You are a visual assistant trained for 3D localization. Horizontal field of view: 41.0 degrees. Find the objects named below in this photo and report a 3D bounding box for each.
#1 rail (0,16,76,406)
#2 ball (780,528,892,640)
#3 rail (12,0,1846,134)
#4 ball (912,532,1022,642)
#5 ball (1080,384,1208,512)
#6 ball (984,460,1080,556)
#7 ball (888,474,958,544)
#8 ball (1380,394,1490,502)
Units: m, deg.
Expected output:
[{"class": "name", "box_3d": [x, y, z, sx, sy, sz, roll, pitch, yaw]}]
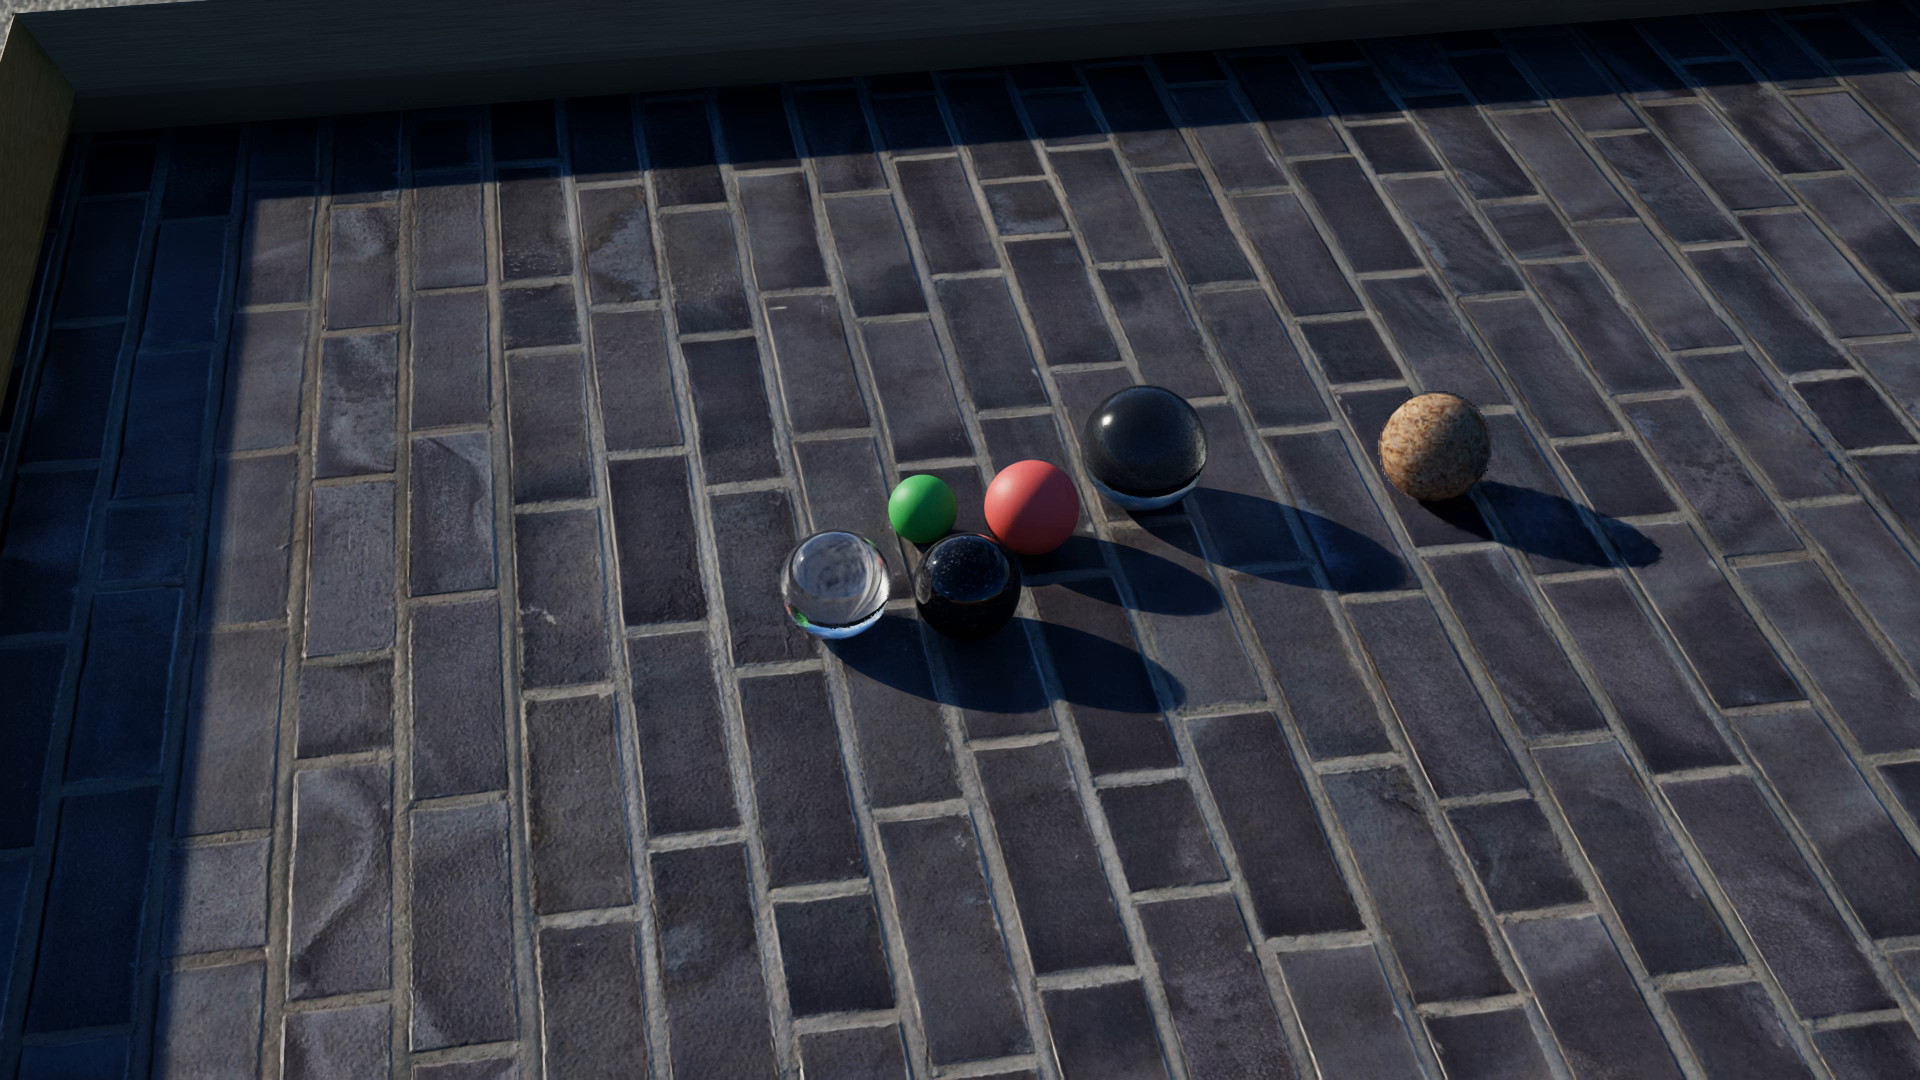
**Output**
[{"class": "rail", "box_3d": [-0.639, 0.045, 1.566, 0.045, 0.112, 1.536, -6, 36, -8]}, {"class": "ball", "box_3d": [-0.079, 0.028, 1.626, 0.071, 0.071, 0.071, 0, 36, 0]}, {"class": "rail", "box_3d": [0.537, -0.514, 2.342, 2.688, 0.112, 0.045, -6, 36, -8]}, {"class": "ball", "box_3d": [0.004, 0.030, 1.626, 0.069, 0.069, 0.069, 0, 36, 0]}, {"class": "ball", "box_3d": [0.125, -0.062, 1.738, 0.086, 0.086, 0.086, 0, 36, 0]}, {"class": "ball", "box_3d": [0.048, -0.021, 1.701, 0.063, 0.063, 0.063, 0, 36, 0]}, {"class": "ball", "box_3d": [-0.025, -0.021, 1.715, 0.046, 0.046, 0.046, 0, 36, 0]}, {"class": "ball", "box_3d": [0.324, -0.063, 1.751, 0.074, 0.074, 0.074, 0, 36, 0]}]
